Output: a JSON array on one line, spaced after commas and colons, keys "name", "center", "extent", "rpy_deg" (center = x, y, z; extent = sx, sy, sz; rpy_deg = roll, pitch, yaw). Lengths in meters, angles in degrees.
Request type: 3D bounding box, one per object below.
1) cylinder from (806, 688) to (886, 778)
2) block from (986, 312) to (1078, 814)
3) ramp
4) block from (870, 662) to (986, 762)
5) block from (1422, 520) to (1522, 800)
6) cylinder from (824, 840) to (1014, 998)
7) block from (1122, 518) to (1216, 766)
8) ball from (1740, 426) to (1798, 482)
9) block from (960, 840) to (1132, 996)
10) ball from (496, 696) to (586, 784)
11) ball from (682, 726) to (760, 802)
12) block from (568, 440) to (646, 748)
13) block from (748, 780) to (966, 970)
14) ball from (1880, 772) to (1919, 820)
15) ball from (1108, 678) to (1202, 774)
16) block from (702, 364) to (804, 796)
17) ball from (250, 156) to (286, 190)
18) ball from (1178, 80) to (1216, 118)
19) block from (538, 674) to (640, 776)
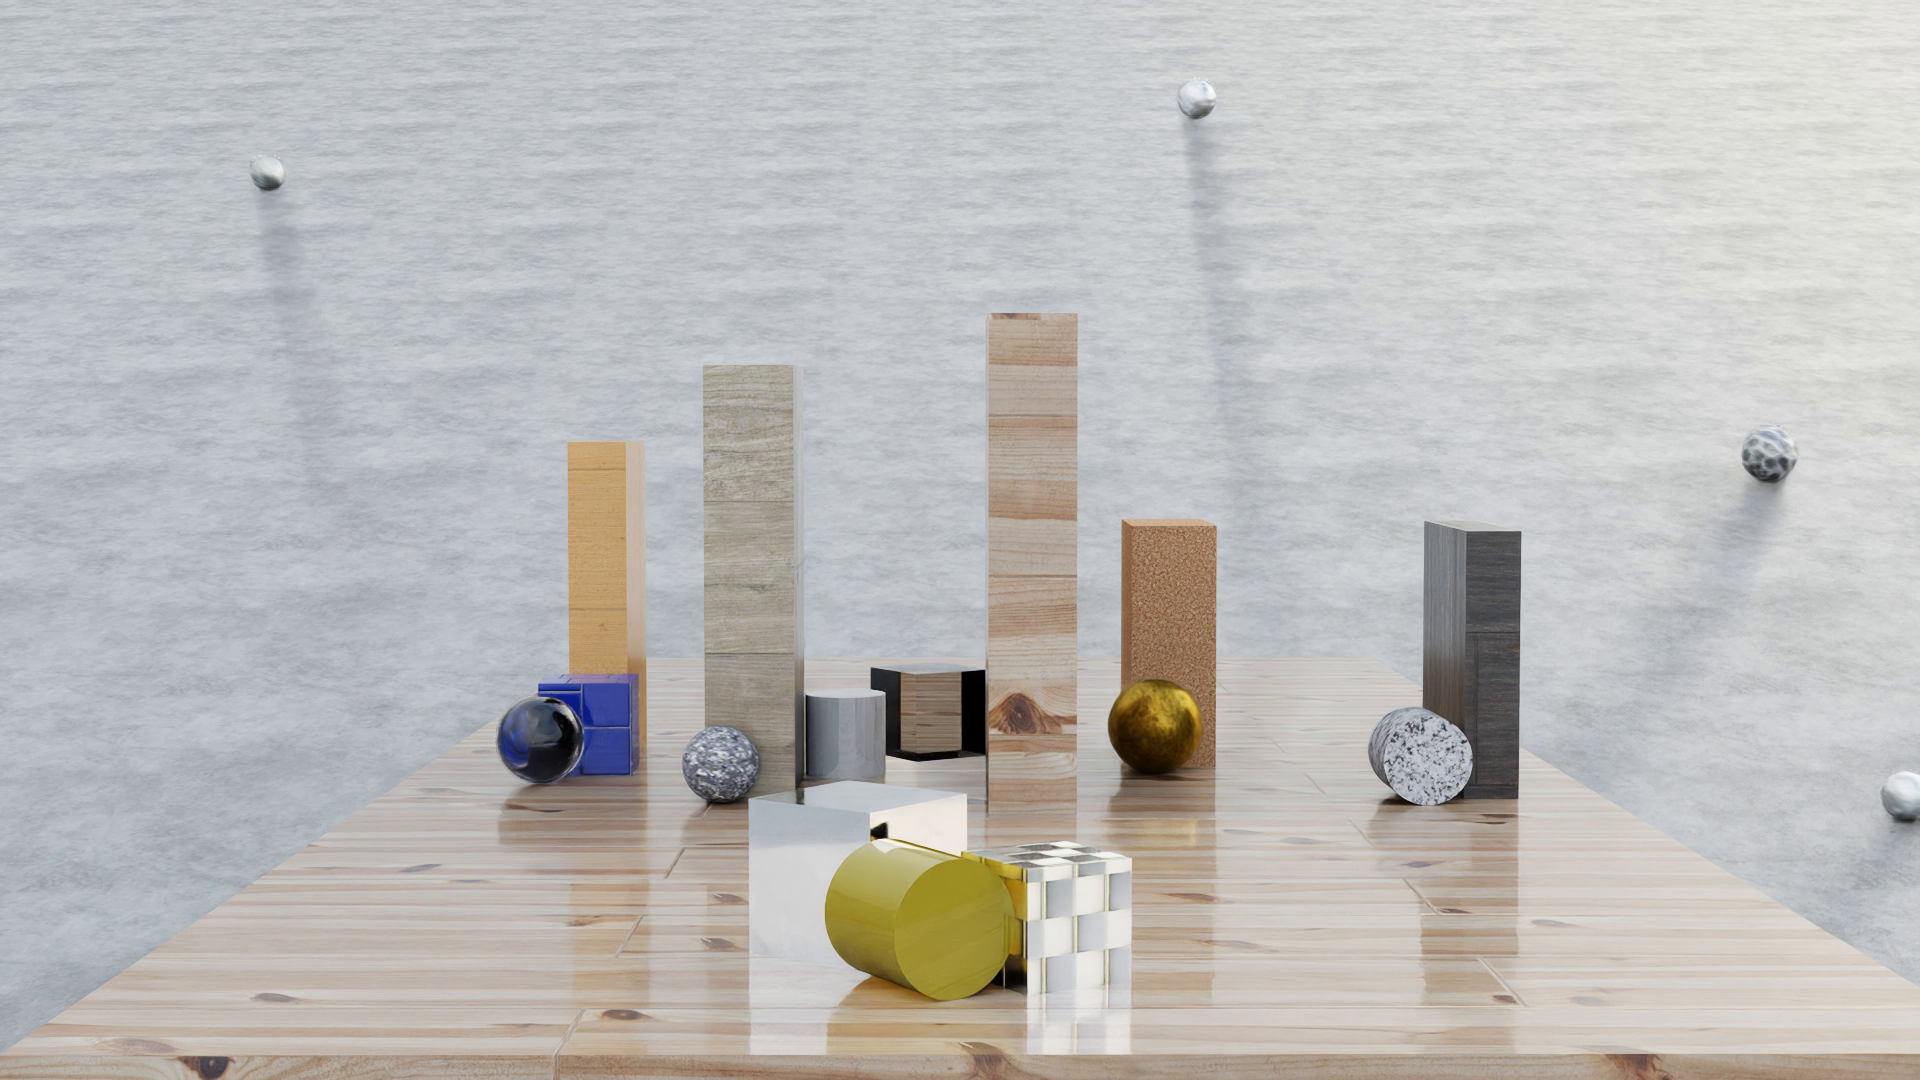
[{"name": "cylinder", "center": [-0.199, 0.336, 4.473], "extent": [0.139, 0.139, 0.139], "rpy_deg": [0, 3, 0]}, {"name": "block", "center": [0.113, 0.027, 4.221], "extent": [0.138, 0.782, 0.426], "rpy_deg": [0, 3, 0]}, {"name": "ramp", "center": [0.050, 0.453, 4.532], "extent": [2.000, 0.100, 4.000], "rpy_deg": [0, 3, 0]}, {"name": "block", "center": [-0.056, 0.314, 4.720], "extent": [0.158, 0.158, 0.158], "rpy_deg": [-2, 4, -33]}, {"name": "block", "center": [0.862, 0.193, 4.351], "extent": [0.089, 0.436, 0.374], "rpy_deg": [0, 3, 0]}, {"name": "cylinder", "center": [-0.045, 0.415, 2.826], "extent": [0.153, 0.153, 0.153], "rpy_deg": [-14, 8, -32]}, {"name": "block", "center": [0.378, 0.181, 4.688], "extent": [0.150, 0.427, 0.284], "rpy_deg": [0, 3, 0]}, {"name": "ball", "center": [2.514, -0.267, 7.985], "extent": [0.170, 0.170, 0.170], "rpy_deg": [0, 22, 0]}, {"name": "block", "center": [0.096, 0.420, 2.875], "extent": [0.138, 0.138, 0.138], "rpy_deg": [-2, 3, -32]}, {"name": "ball", "center": [-0.711, 0.338, 4.361], "extent": [0.148, 0.148, 0.148], "rpy_deg": [0, 22, 0]}, {"name": "ball", "center": [-0.385, 0.361, 4.141], "extent": [0.124, 0.124, 0.124], "rpy_deg": [0, 22, 0]}, {"name": "block", "center": [-0.647, 0.105, 4.731], "extent": [0.103, 0.574, 0.283], "rpy_deg": [0, 3, 0]}, {"name": "block", "center": [-0.119, 0.391, 3.017], "extent": [0.182, 0.182, 0.182], "rpy_deg": [2, 4, 37]}, {"name": "ball", "center": [2.173, 0.587, 5.905], "extent": [0.111, 0.111, 0.111], "rpy_deg": [0, 22, 0]}, {"name": "ball", "center": [0.339, 0.323, 4.471], "extent": [0.164, 0.164, 0.164], "rpy_deg": [0, 22, 0]}, {"name": "block", "center": [-0.344, 0.061, 4.323], "extent": [0.147, 0.705, 0.270], "rpy_deg": [0, 3, 0]}, {"name": "ball", "center": [-3.091, -1.637, 11.480], "extent": [0.151, 0.151, 0.151], "rpy_deg": [0, 22, 0]}, {"name": "ball", "center": [1.186, -2.204, 12.860], "extent": [0.192, 0.192, 0.192], "rpy_deg": [0, 22, 0]}, {"name": "block", "center": [-0.651, 0.324, 4.517], "extent": [0.161, 0.161, 0.161], "rpy_deg": [0, 3, -3]}]
